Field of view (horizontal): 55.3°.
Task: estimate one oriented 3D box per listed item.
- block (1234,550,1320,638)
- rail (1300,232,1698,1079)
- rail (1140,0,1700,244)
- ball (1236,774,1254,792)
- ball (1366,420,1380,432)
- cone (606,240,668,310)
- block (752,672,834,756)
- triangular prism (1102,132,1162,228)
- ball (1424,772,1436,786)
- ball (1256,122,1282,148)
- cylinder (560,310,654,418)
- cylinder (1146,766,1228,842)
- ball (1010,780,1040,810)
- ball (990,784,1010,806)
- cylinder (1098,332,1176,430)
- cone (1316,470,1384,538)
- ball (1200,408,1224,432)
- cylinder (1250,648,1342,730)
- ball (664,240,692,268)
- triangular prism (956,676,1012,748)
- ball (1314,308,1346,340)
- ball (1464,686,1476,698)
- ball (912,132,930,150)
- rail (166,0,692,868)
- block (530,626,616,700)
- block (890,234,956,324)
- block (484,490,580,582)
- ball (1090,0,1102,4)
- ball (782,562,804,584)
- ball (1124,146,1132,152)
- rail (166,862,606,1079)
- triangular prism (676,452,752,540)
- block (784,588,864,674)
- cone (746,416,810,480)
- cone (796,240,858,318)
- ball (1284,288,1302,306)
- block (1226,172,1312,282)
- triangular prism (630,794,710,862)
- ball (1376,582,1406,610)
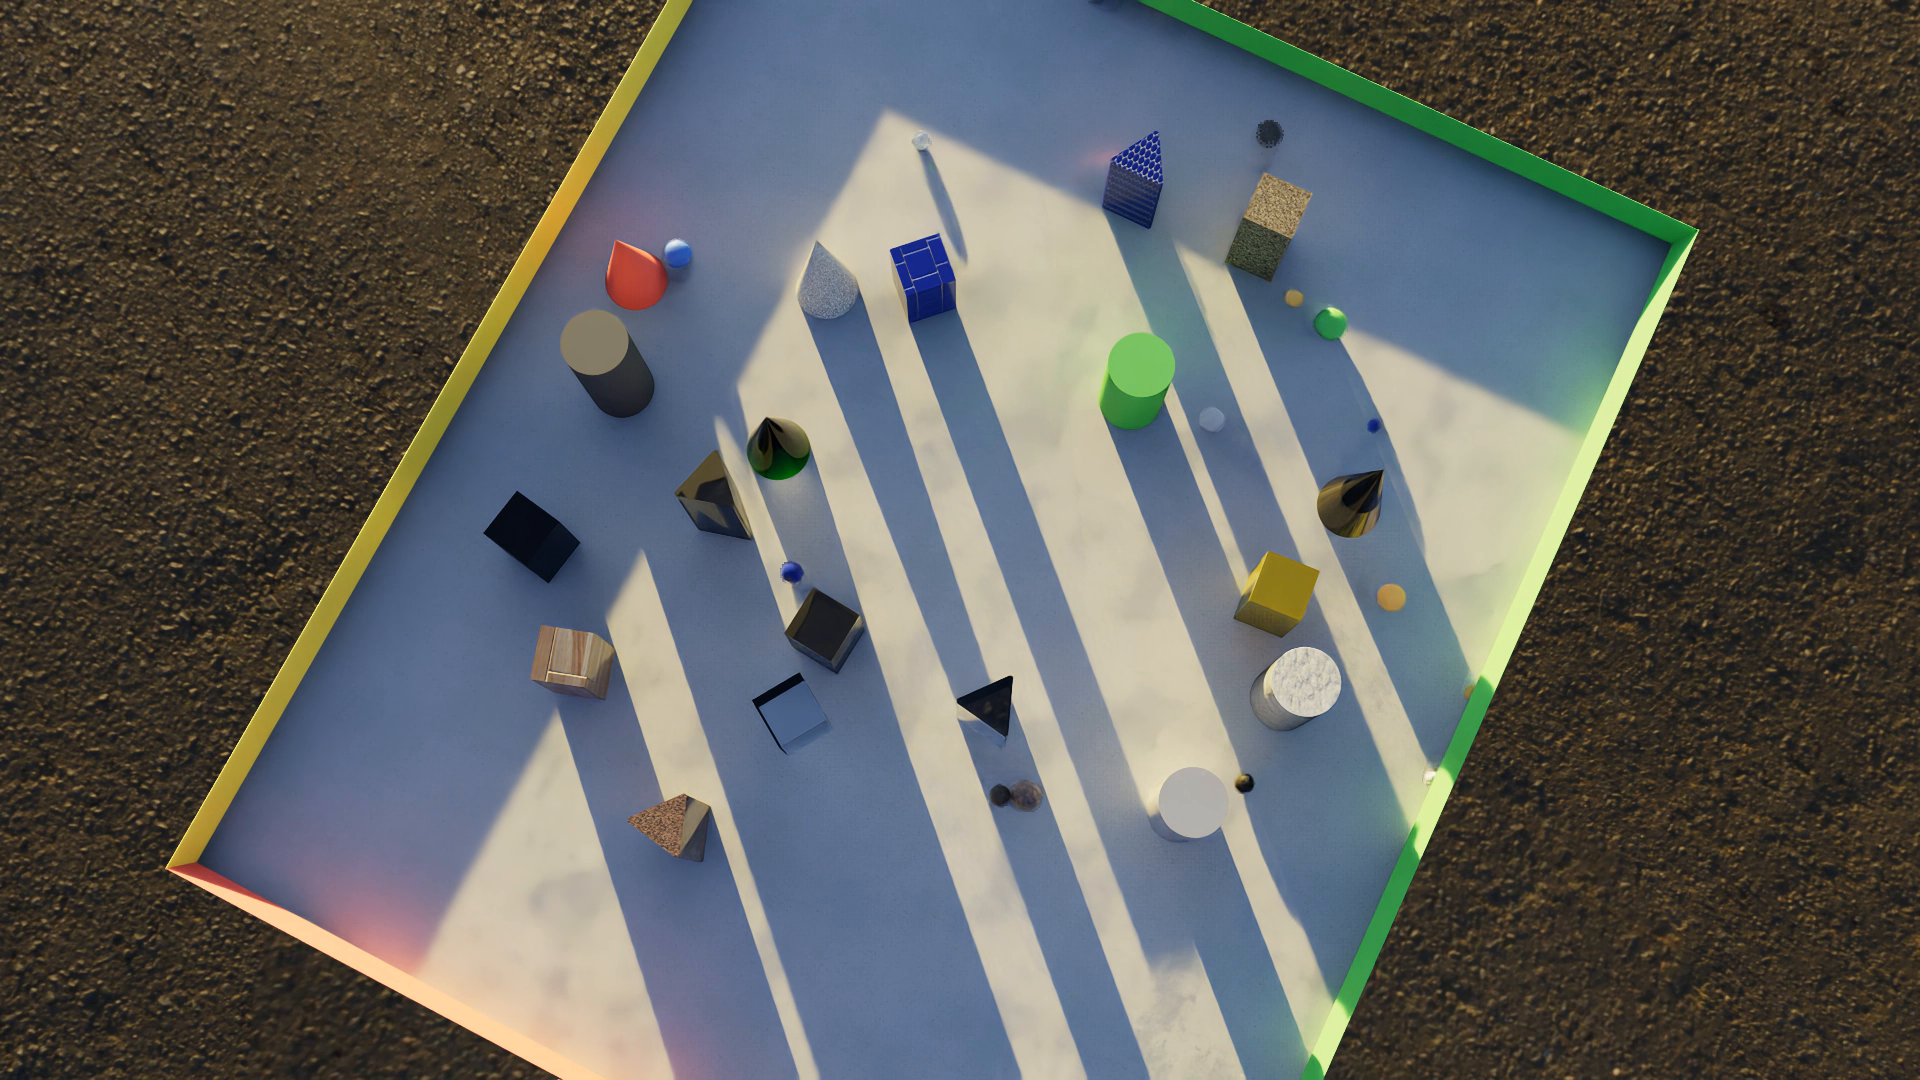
[{"bbox_3d":[0.933,0.164,5.418,0.158,0.323,0.158,22,79,4],"label":"block"},{"bbox_3d":[1.424,0.704,5.404,0.045,0.128,3.797,26,80,5],"label":"rail"},{"bbox_3d":[0.838,-1.635,5.889,3.232,0.128,0.045,26,80,5],"label":"rail"},{"bbox_3d":[0.847,0.722,5.439,0.056,0.056,0.056,0,78,0],"label":"ball"},{"bbox_3d":[1.279,-0.352,5.669,0.041,0.041,0.041,0,78,0],"label":"ball"},{"bbox_3d":[-1.022,-0.855,5.612,0.197,0.356,0.197,0,78,0],"label":"cone"},{"bbox_3d":[-0.487,0.513,5.369,0.158,0.277,0.158,-30,80,-6],"label":"block"},{"bbox_3d":[0.560,-1.128,5.668,0.171,0.356,0.148,26,80,5],"label":"triangular prism"},{"bbox_3d":[1.402,0.709,5.447,0.044,0.044,0.044,0,78,0],"label":"ball"},{"bbox_3d":[0.984,-1.292,5.844,0.078,0.078,0.078,0,78,0],"label":"ball"},{"bbox_3d":[-1.052,-0.523,5.493,0.197,0.455,0.197,0,78,0],"label":"cylinder"},{"bbox_3d":[0.652,0.766,5.283,0.197,0.344,0.197,0,78,0],"label":"cylinder"},{"bbox_3d":[0.194,0.754,5.414,0.090,0.090,0.090,0,78,0],"label":"ball"},{"bbox_3d":[0.118,0.755,5.429,0.061,0.061,0.061,0,78,0],"label":"ball"},{"bbox_3d":[0.530,-0.475,5.529,0.197,0.364,0.197,0,78,0],"label":"cylinder"},{"bbox_3d":[1.196,-0.152,5.405,0.197,0.476,0.197,0,78,0],"label":"cone"},{"bbox_3d":[0.780,-0.369,5.655,0.075,0.075,0.075,0,78,0],"label":"ball"},{"bbox_3d":[0.971,0.437,5.329,0.197,0.387,0.197,0,78,0],"label":"cylinder"},{"bbox_3d":[-0.887,-0.898,5.759,0.086,0.086,0.086,0,78,0],"label":"ball"},{"bbox_3d":[0.103,0.479,5.319,0.171,0.389,0.148,35,80,7],"label":"triangular prism"},{"bbox_3d":[1.153,-0.674,5.706,0.099,0.099,0.099,0,78,0],"label":"ball"},{"bbox_3d":[1.534,0.457,5.501,0.041,0.041,0.041,0,78,0],"label":"ball"},{"bbox_3d":[-0.125,-1.274,5.853,0.054,0.054,0.054,0,78,0],"label":"ball"},{"bbox_3d":[-1.424,-0.691,5.693,0.045,0.128,3.797,26,80,5],"label":"rail"},{"bbox_3d":[-1.133,0.363,5.380,0.158,0.317,0.158,8,78,2],"label":"block"},{"bbox_3d":[-0.112,-0.804,5.650,0.158,0.261,0.158,-19,79,-4],"label":"block"},{"bbox_3d":[-1.273,-0.006,5.463,0.158,0.302,0.158,35,80,7],"label":"block"},{"bbox_3d":[0.443,-1.776,5.951,0.064,0.064,0.064,0,78,0],"label":"ball"},{"bbox_3d":[-0.508,0.100,5.563,0.065,0.065,0.065,0,78,0],"label":"ball"},{"bbox_3d":[0.557,-1.203,5.818,0.093,0.093,0.093,0,78,0],"label":"ball"},{"bbox_3d":[-0.838,1.649,5.209,3.232,0.128,0.045,26,80,5],"label":"rail"},{"bbox_3d":[-0.706,-0.137,5.407,0.171,0.466,0.148,11,79,2],"label":"triangular prism"},{"bbox_3d":[-0.397,0.271,5.414,0.158,0.287,0.158,31,80,6],"label":"block"},{"bbox_3d":[-0.562,-0.319,5.491,0.197,0.375,0.197,0,78,0],"label":"cone"},{"bbox_3d":[-0.420,-0.835,5.570,0.197,0.430,0.197,0,78,0],"label":"cone"},{"bbox_3d":[1.044,-0.759,5.746,0.055,0.055,0.055,0,78,0],"label":"ball"},{"bbox_3d":[0.943,-0.955,5.621,0.158,0.377,0.158,25,79,5],"label":"block"},{"bbox_3d":[-0.789,0.798,5.208,0.171,0.477,0.148,35,80,7],"label":"triangular prism"},{"bbox_3d":[1.302,0.171,5.538,0.084,0.084,0.084,0,78,0],"label":"ball"}]
